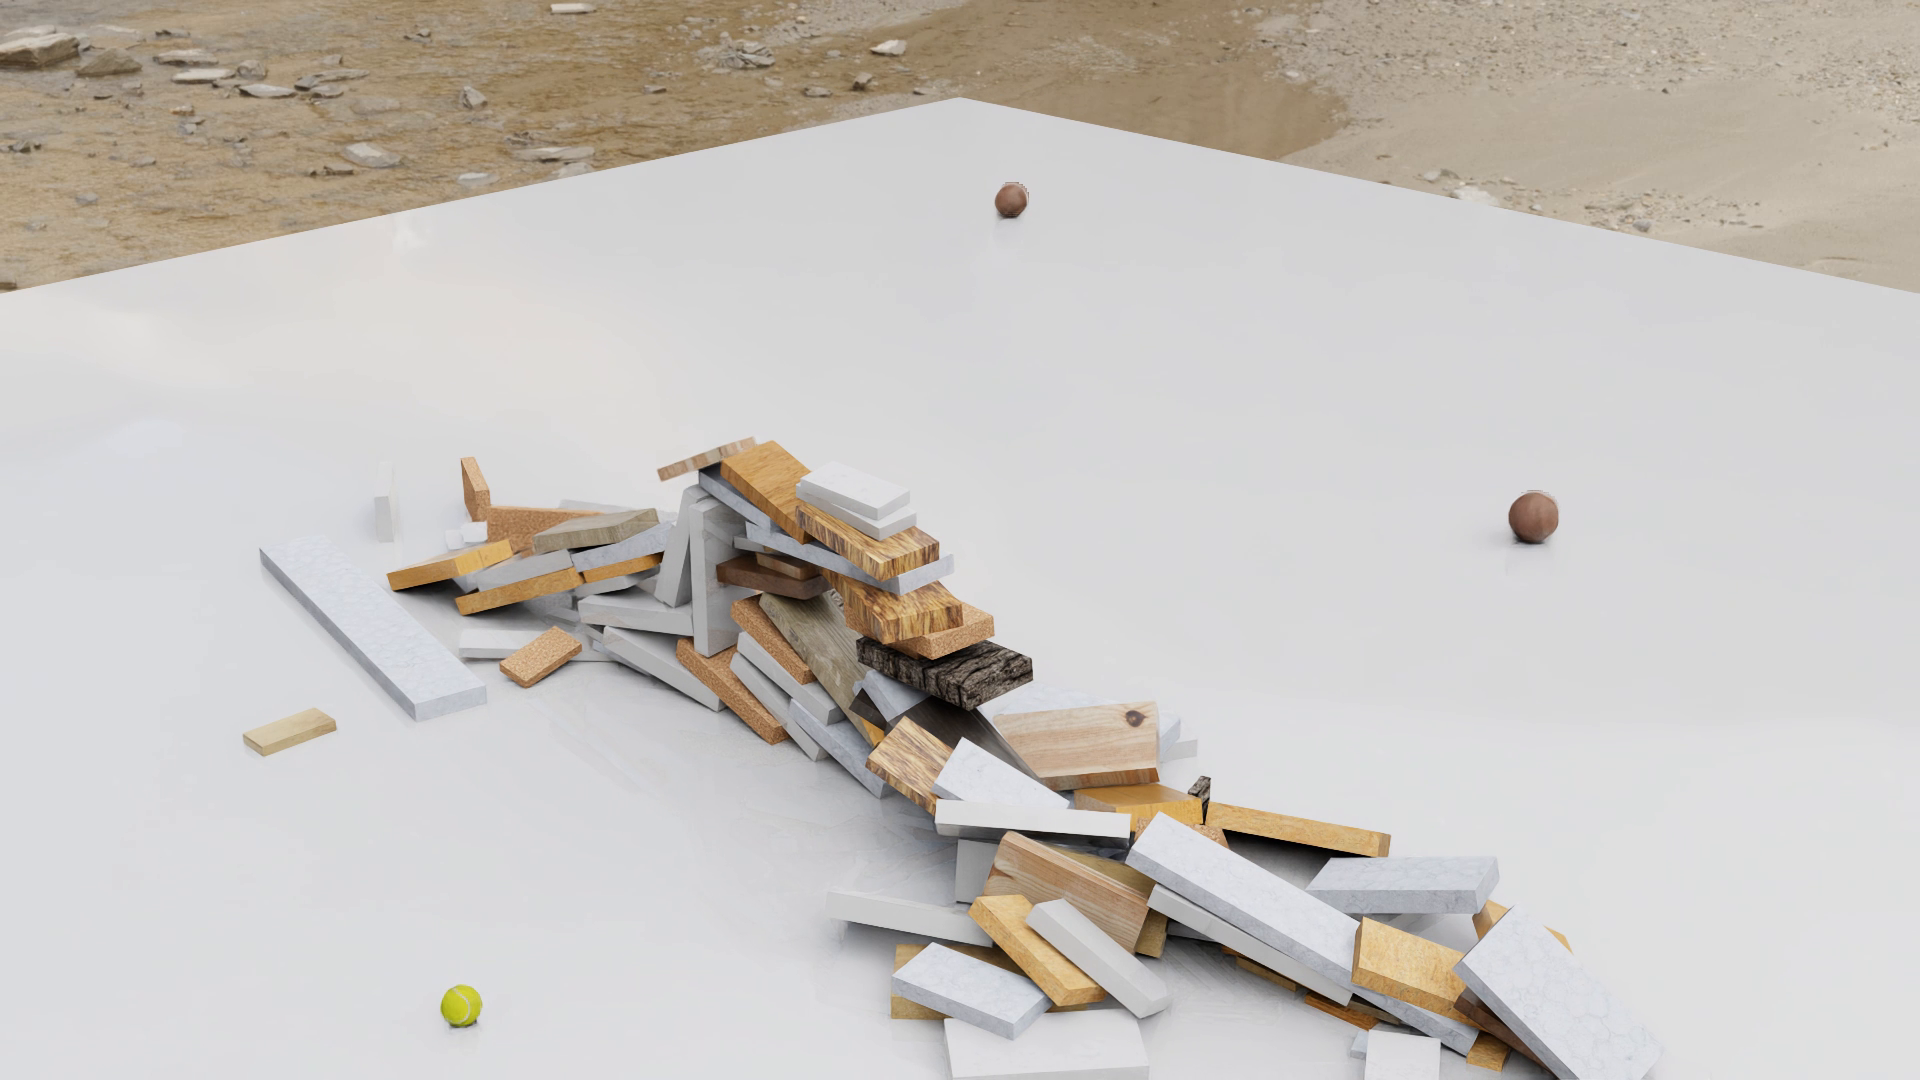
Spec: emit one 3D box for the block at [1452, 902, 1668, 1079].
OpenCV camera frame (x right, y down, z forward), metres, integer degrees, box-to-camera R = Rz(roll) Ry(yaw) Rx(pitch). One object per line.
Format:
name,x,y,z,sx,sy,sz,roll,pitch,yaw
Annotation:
block,0.983,0.769,3.611,0.159,0.045,0.328,-37,74,-28

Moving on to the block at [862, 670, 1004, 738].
block,-0.001,0.416,4.385,0.171,0.048,0.449,-20,60,-33

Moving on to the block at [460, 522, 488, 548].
block,-1.144,-0.014,5.653,0.260,0.037,0.130,-6,24,-15

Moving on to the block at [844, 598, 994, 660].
block,-0.085,0.151,4.394,0.153,0.043,0.305,-20,26,-32

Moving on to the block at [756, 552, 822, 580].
block,-0.351,0.045,4.698,0.088,0.025,0.176,-16,20,-33

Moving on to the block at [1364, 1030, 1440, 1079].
block,0.718,0.895,3.584,0.118,0.033,0.236,5,28,12

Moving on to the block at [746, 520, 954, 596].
block,-0.232,0.012,4.527,0.145,0.041,0.492,-23,28,-37

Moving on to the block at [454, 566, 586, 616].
block,-1.009,0.100,5.251,0.426,0.045,0.160,-13,11,39

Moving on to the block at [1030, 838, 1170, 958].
block,0.240,0.650,4.003,0.291,0.145,0.041,12,2,14

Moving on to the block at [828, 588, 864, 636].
block,-0.273,0.176,5.283,0.393,0.049,0.172,11,25,25

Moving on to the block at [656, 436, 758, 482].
block,-0.543,-0.174,4.730,0.203,0.029,0.102,-17,3,33

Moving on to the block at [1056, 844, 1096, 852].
block,0.216,0.565,4.212,0.086,0.024,0.200,-19,8,-1

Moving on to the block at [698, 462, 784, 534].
block,-0.426,-0.103,4.693,0.138,0.039,0.275,-20,35,-33

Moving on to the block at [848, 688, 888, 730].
block,-0.114,0.281,4.572,0.120,0.034,0.349,32,33,1

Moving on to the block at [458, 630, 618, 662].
block,-0.975,0.245,5.112,0.363,0.025,0.087,2,27,-6

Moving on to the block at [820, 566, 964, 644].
block,-0.143,0.096,4.421,0.166,0.047,0.407,-12,23,-17

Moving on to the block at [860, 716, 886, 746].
block,-0.168,0.377,4.447,0.047,0.013,0.094,3,43,-37

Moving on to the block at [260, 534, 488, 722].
block,-1.419,0.191,5.250,0.165,0.047,1.054,-15,27,-31

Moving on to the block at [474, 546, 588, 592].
block,-0.987,0.047,5.224,0.320,0.045,0.160,-14,10,35

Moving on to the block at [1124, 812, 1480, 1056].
block,0.605,0.678,3.825,0.659,0.037,0.131,28,34,15

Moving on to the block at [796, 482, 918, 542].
block,-0.211,-0.072,4.446,0.102,0.029,0.254,-25,38,-38

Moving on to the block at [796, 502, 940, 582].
block,-0.188,-0.014,4.414,0.145,0.041,0.291,-20,36,-33

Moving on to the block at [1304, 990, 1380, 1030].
block,0.673,0.809,3.830,0.128,0.018,0.064,19,29,37

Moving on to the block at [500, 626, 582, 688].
block,-0.959,0.268,5.033,0.087,0.025,0.174,30,45,26

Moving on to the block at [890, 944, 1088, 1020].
block,0.053,0.779,3.866,0.338,0.046,0.162,1,23,2

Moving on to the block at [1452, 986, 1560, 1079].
block,0.939,0.805,3.672,0.209,0.030,0.104,33,35,21

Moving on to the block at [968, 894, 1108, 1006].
block,0.138,0.709,3.818,0.125,0.035,0.249,7,26,-49

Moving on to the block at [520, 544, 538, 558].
block,-1.015,0.021,5.247,0.056,0.016,0.112,-20,8,-4

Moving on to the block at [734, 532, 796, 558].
block,-0.395,0.004,4.763,0.176,0.025,0.088,9,21,39

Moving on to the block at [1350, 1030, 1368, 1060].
block,0.722,0.863,3.706,0.116,0.016,0.058,10,25,21

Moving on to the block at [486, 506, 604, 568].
block,-1.030,0.006,5.473,0.330,0.165,0.047,3,8,27

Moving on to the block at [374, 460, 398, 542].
block,-1.523,-0.103,5.837,0.037,0.130,0.260,-4,23,-10

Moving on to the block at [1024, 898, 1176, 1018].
block,0.244,0.724,3.819,0.262,0.037,0.131,37,11,22

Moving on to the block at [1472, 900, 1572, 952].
block,0.992,0.727,3.821,0.162,0.046,0.324,25,12,2

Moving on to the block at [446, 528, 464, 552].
block,-1.197,0.003,5.707,0.261,0.037,0.131,-7,24,-15

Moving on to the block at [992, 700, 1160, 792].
block,0.237,0.428,4.526,0.344,0.049,0.172,-6,47,11

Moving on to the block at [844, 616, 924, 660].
block,-0.114,0.173,4.448,0.120,0.034,0.240,-21,27,-34

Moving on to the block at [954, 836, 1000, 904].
block,0.112,0.630,4.117,0.239,0.120,0.034,6,9,14

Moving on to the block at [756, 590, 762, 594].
block,-0.558,0.105,5.466,0.130,0.037,0.406,0,23,-1

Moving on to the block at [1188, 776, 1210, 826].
block,0.465,0.541,4.303,0.020,0.143,0.072,11,26,25

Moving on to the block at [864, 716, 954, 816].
block,-0.044,0.456,4.216,0.249,0.035,0.125,34,53,12

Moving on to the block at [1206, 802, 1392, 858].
block,0.658,0.563,4.272,0.333,0.047,0.167,8,-6,19

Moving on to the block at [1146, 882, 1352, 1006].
block,0.531,0.675,3.872,0.382,0.041,0.145,25,33,13

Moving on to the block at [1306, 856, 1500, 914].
block,0.813,0.634,4.042,0.318,0.045,0.159,-5,12,29

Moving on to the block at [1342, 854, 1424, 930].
block,0.830,0.668,4.144,0.236,0.033,0.118,-19,30,-38

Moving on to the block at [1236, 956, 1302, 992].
block,0.566,0.764,3.937,0.128,0.018,0.064,20,30,39

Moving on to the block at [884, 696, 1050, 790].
block,0.026,0.449,4.293,0.171,0.048,0.341,-29,65,-31

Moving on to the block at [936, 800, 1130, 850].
block,0.134,0.524,4.044,0.351,0.043,0.153,4,-16,3

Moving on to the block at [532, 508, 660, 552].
block,-0.843,-0.023,5.087,0.275,0.039,0.138,-6,15,36

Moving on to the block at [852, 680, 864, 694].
block,-0.148,0.357,4.513,0.085,0.024,0.171,-6,48,-29
